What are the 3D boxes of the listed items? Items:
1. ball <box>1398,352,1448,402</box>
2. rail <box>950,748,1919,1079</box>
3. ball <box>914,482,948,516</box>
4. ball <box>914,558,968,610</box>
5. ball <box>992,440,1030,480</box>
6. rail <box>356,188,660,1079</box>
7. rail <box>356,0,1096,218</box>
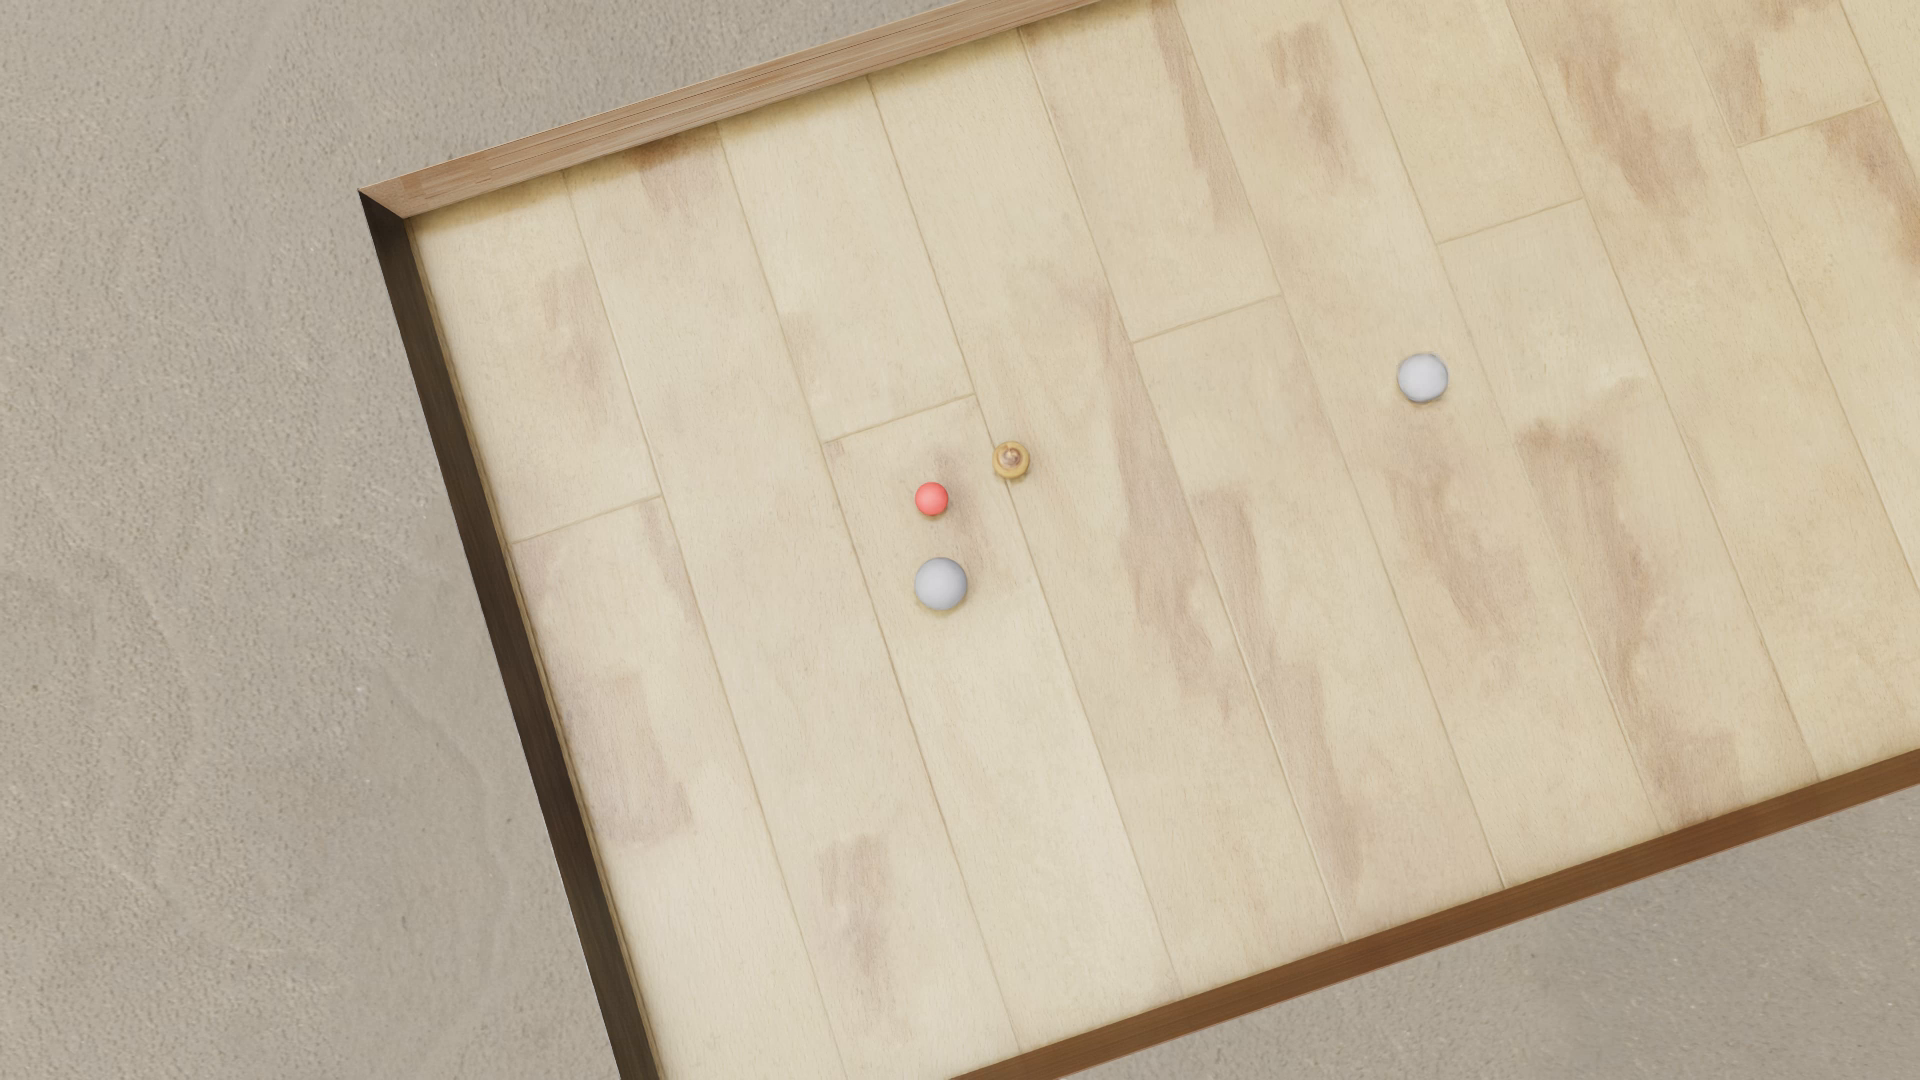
[{"bbox_3d":[0.701,-0.245,3.330,0.075,0.075,0.075,0,80,0],"label":"ball"},{"bbox_3d":[0.903,0.490,3.180,2.796,0.103,0.045,-18,80,-3],"label":"rail"},{"bbox_3d":[-0.043,-0.062,3.309,0.051,0.051,0.051,0,80,0],"label":"ball"},{"bbox_3d":[-0.029,0.065,3.271,0.080,0.080,0.080,0,80,0],"label":"ball"},{"bbox_3d":[0.077,-0.121,3.316,0.058,0.058,0.058,0,80,0],"label":"ball"},{"bbox_3d":[-0.641,0.206,3.232,0.045,0.103,1.570,-18,80,-3],"label":"rail"},{"bbox_3d":[0.423,-0.931,3.441,2.796,0.103,0.045,-18,80,-3],"label":"rail"}]
